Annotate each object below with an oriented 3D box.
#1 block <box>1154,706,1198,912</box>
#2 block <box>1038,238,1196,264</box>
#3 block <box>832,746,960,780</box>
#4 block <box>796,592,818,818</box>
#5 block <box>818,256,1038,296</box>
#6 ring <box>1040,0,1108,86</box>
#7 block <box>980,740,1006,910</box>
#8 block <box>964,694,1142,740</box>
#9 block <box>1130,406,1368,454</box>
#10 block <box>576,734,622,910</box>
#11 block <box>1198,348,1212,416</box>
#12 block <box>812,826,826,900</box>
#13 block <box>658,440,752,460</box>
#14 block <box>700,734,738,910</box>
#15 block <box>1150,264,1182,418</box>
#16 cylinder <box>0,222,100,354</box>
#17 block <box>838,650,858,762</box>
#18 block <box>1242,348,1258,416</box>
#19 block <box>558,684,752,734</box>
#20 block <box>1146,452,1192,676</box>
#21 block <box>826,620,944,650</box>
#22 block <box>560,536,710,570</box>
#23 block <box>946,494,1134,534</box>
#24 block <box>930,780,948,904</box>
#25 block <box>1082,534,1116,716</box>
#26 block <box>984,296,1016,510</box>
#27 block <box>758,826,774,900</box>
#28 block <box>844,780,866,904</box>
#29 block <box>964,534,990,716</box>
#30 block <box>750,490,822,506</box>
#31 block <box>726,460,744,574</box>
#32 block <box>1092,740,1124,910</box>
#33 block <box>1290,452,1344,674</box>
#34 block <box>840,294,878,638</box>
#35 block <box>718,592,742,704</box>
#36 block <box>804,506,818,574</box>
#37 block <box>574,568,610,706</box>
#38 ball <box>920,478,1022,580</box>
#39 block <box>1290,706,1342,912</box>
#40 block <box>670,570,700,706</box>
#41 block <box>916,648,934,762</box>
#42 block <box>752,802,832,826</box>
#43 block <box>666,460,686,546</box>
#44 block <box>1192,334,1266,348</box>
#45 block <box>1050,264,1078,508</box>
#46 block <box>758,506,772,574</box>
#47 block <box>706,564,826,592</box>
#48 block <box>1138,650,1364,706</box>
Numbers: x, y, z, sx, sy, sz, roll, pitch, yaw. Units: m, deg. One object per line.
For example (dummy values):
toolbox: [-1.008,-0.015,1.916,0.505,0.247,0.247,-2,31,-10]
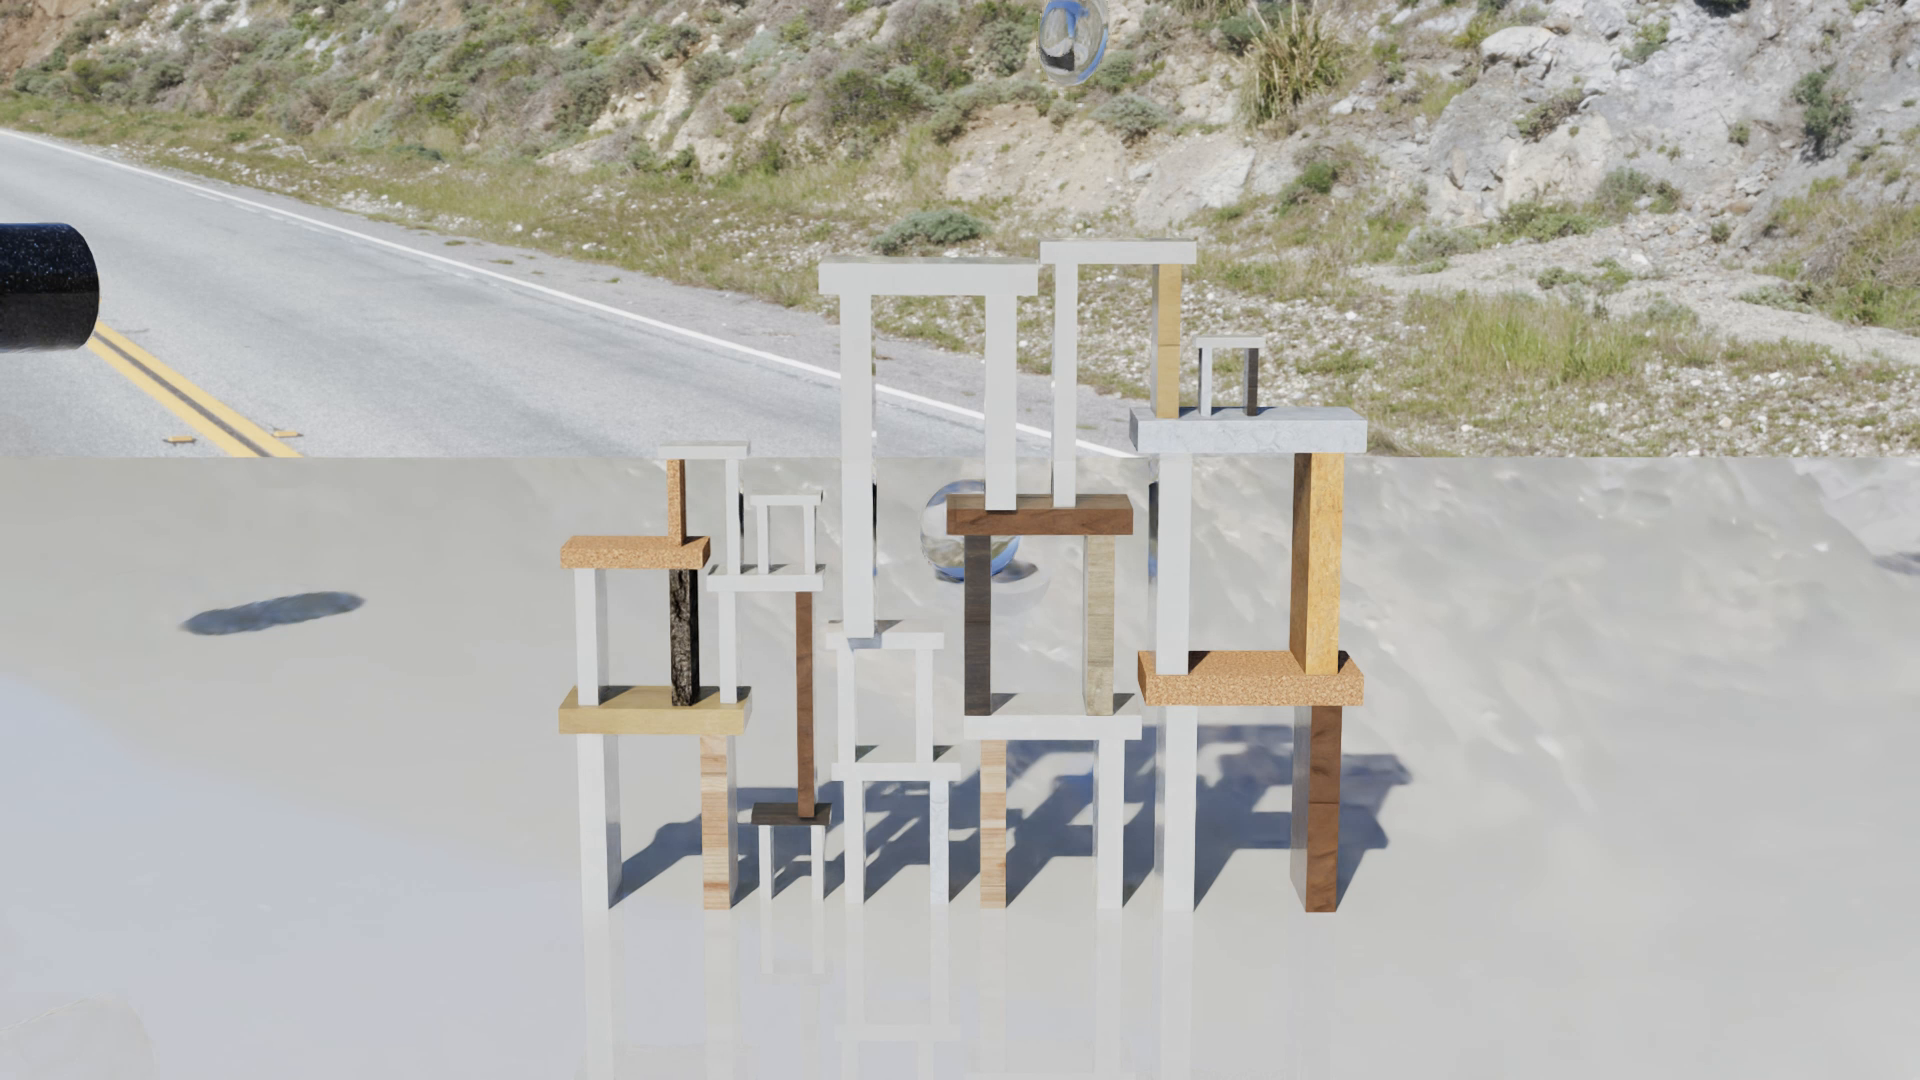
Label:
block: [0.355,0.420,3.634,0.049,0.347,0.174,0,11,0]
block: [0.246,-0.458,3.478,0.242,0.034,0.121,0,11,0]
block: [-0.104,0.368,3.631,0.211,0.030,0.105,0,11,0]
block: [-0.251,0.260,3.610,0.026,0.378,0.093,0,11,0]
block: [-0.049,-0.419,3.482,0.338,0.048,0.169,0,11,0]
ring: [0.356,-1.577,6.856,0.107,0.322,0.322,17,18,30]
block: [0.054,0.450,3.640,0.041,0.286,0.143,0,11,0]
block: [0.149,0.289,3.611,0.286,0.041,0.143,0,11,0]
block: [0.458,-0.178,3.531,0.358,0.051,0.179,0,11,0]
block: [-0.596,0.445,3.638,0.042,0.297,0.149,0,11,0]
block: [0.391,-0.255,3.508,0.015,0.109,0.054,0,11,0]
block: [-0.236,0.526,3.658,0.018,0.129,0.064,0,11,0]
block: [-0.409,-0.145,3.529,0.141,0.020,0.071,0,11,0]
block: [-0.397,0.445,3.638,0.042,0.297,0.149,0,11,0]
block: [0.327,-0.322,3.503,0.034,0.242,0.121,0,11,0]
cylinder: [-2.097,-0.551,4.818,0.287,0.287,0.287,8,11,36]
block: [-0.184,0.260,3.607,0.027,0.190,0.095,0,11,0]
block: [0.463,-0.255,3.508,0.015,0.109,0.054,0,11,-1]
block: [-0.496,0.278,3.607,0.297,0.042,0.148,0,11,0]
block: [0.338,0.023,3.568,0.051,0.358,0.179,0,11,0]
block: [-0.121,0.154,3.588,0.190,0.027,0.095,0,11,0]
block: [-0.523,0.020,3.557,0.226,0.032,0.113,0,11,0]
block: [0.126,-0.042,3.551,0.295,0.042,0.148,0,11,0]
block: [-0.034,0.486,3.653,0.030,0.211,0.105,0,11,0]
block: [0.225,0.124,3.582,0.042,0.295,0.148,0,11,0]
block: [0.064,-0.229,3.518,0.048,0.338,0.169,0,11,0]
block: [-0.322,0.527,3.658,0.018,0.129,0.064,0,11,0]
block: [-0.174,0.486,3.653,0.030,0.211,0.105,0,11,0]
block: [0.028,0.124,3.582,0.042,0.295,0.148,0,11,0]
block: [-0.279,-0.068,3.539,0.112,0.016,0.056,0,11,0]
block: [-0.363,-0.043,3.549,0.020,0.188,0.071,0,11,0]
block: [0.245,0.450,3.640,0.041,0.286,0.143,0,11,0]
block: [0.577,0.023,3.568,0.051,0.358,0.179,0,11,0]
block: [-0.162,-0.128,3.536,0.048,0.545,0.169,0,11,0]
block: [-0.375,0.166,3.593,0.026,0.185,0.093,0,11,0]
block: [-0.241,-0.006,3.551,0.016,0.112,0.056,0,11,0]
block: [-0.599,0.146,3.582,0.032,0.226,0.113,0,11,0]
ball: [0.030,-0.028,6.201,0.290,0.290,0.290,0,11,0]
block: [0.587,0.420,3.634,0.049,0.347,0.174,0,11,0]
block: [-0.448,0.147,3.582,0.032,0.226,0.113,0,11,0]
block: [-0.058,0.260,3.607,0.027,0.190,0.095,0,11,0]
block: [-0.279,0.454,3.645,0.129,0.018,0.064,0,11,0]
block: [-0.456,-0.066,3.544,0.020,0.141,0.071,0,11,0]
block: [0.427,-0.316,3.497,0.109,0.015,0.054,0,11,-1]
block: [0.166,-0.252,3.516,0.034,0.384,0.121,0,11,0]
block: [-0.316,-0.005,3.551,0.016,0.112,0.056,0,11,0]
block: [-0.313,0.061,3.572,0.185,0.026,0.093,0,11,0]
block: [0.471,0.225,3.598,0.347,0.049,0.174,0,11,0]
